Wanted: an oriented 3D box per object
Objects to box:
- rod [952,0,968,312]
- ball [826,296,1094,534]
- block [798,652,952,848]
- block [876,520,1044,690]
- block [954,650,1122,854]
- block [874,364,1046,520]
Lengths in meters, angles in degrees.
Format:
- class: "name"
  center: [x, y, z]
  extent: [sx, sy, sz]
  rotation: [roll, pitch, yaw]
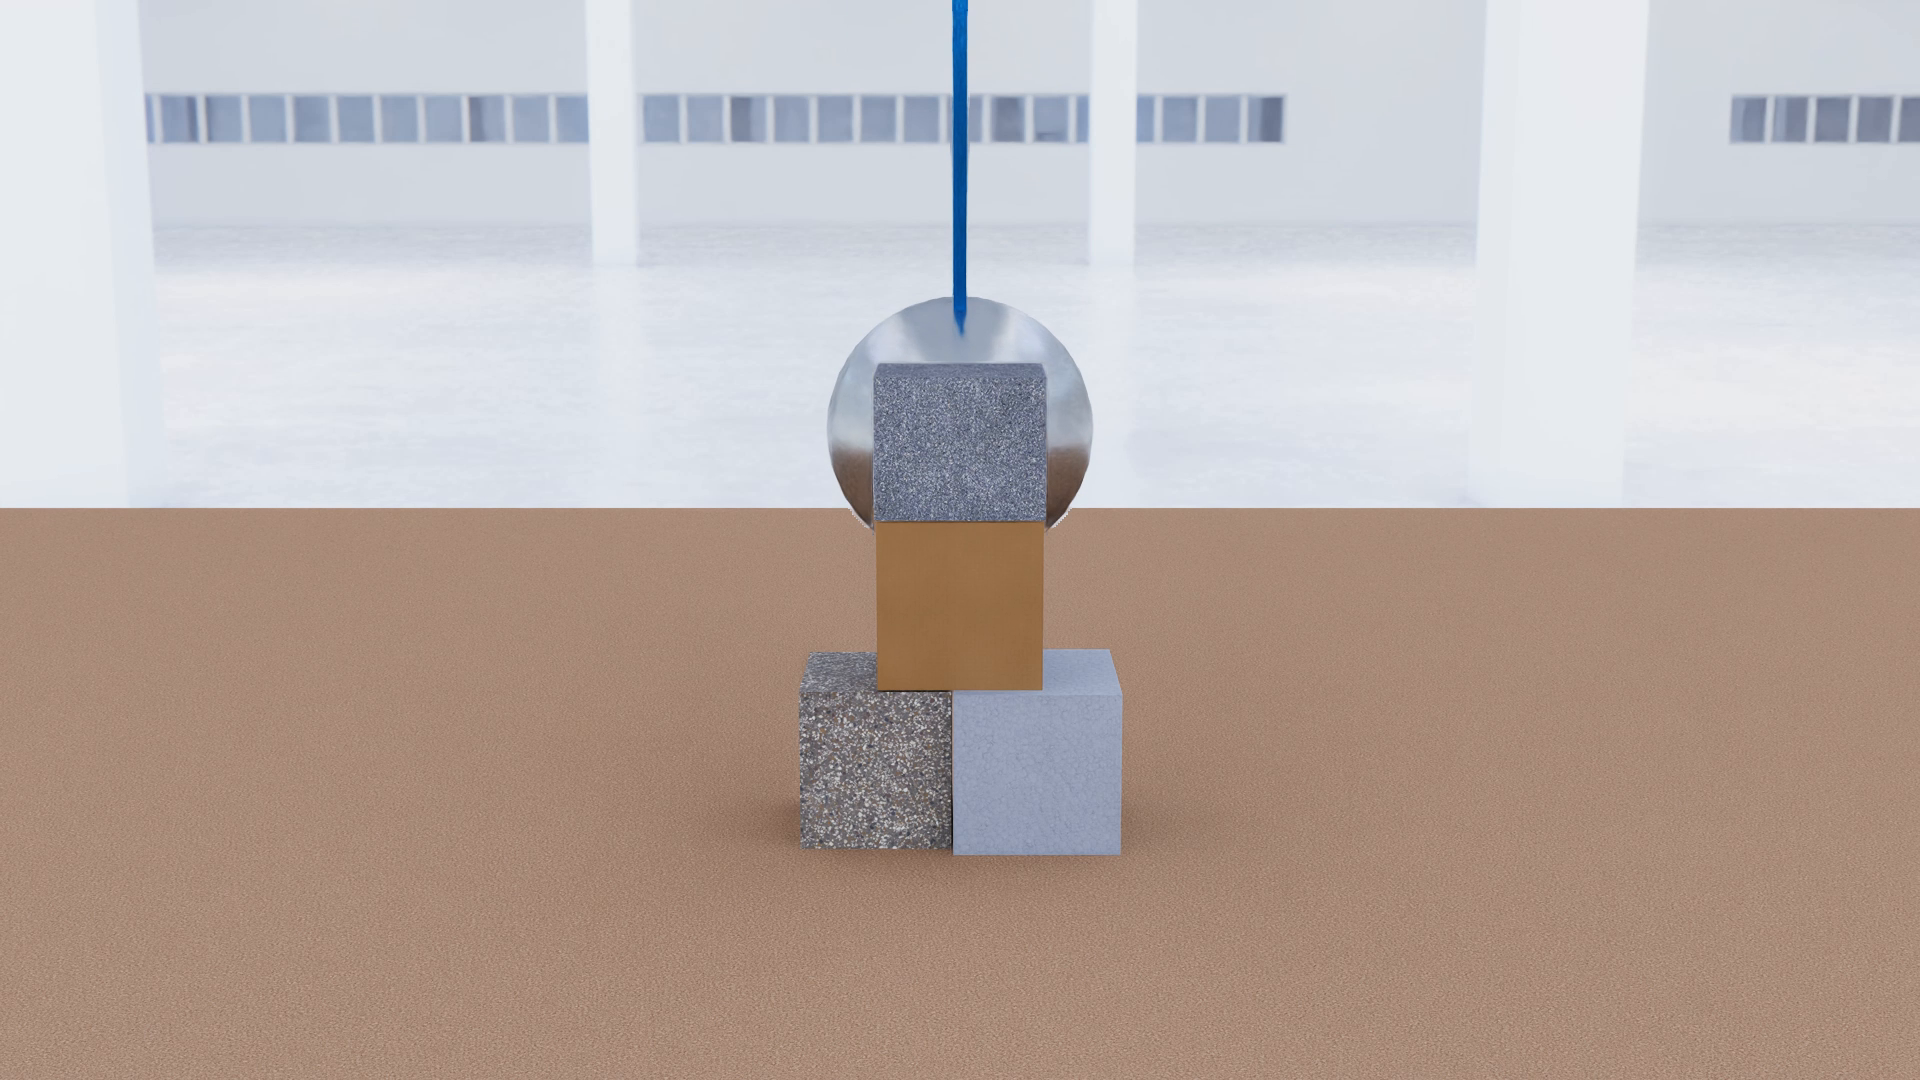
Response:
- class: "rod"
  center: [0.000, -3.585, 11.442]
  extent: [0.080, 5.200, 0.080]
  rotation: [0, 31, 0]
- class: "ball"
  center: [0.000, -0.656, 13.169]
  extent: [1.600, 1.600, 1.600]
  rotation: [0, 10, 0]
- class: "block"
  center: [-0.422, 1.074, 11.390]
  extent: [0.755, 0.811, 0.866]
  rotation: [0, 10, 0]
- class: "block"
  center: [0.000, 0.252, 11.244]
  extent: [0.819, 0.841, 0.879]
  rotation: [0, 10, 0]
- class: "block"
  center: [0.383, 1.076, 11.356]
  extent: [0.833, 0.820, 0.986]
  rotation: [0, 10, 0]
- class: "block"
  center: [0.000, -0.504, 11.079]
  extent: [0.844, 0.706, 0.701]
  rotation: [0, 10, 0]
